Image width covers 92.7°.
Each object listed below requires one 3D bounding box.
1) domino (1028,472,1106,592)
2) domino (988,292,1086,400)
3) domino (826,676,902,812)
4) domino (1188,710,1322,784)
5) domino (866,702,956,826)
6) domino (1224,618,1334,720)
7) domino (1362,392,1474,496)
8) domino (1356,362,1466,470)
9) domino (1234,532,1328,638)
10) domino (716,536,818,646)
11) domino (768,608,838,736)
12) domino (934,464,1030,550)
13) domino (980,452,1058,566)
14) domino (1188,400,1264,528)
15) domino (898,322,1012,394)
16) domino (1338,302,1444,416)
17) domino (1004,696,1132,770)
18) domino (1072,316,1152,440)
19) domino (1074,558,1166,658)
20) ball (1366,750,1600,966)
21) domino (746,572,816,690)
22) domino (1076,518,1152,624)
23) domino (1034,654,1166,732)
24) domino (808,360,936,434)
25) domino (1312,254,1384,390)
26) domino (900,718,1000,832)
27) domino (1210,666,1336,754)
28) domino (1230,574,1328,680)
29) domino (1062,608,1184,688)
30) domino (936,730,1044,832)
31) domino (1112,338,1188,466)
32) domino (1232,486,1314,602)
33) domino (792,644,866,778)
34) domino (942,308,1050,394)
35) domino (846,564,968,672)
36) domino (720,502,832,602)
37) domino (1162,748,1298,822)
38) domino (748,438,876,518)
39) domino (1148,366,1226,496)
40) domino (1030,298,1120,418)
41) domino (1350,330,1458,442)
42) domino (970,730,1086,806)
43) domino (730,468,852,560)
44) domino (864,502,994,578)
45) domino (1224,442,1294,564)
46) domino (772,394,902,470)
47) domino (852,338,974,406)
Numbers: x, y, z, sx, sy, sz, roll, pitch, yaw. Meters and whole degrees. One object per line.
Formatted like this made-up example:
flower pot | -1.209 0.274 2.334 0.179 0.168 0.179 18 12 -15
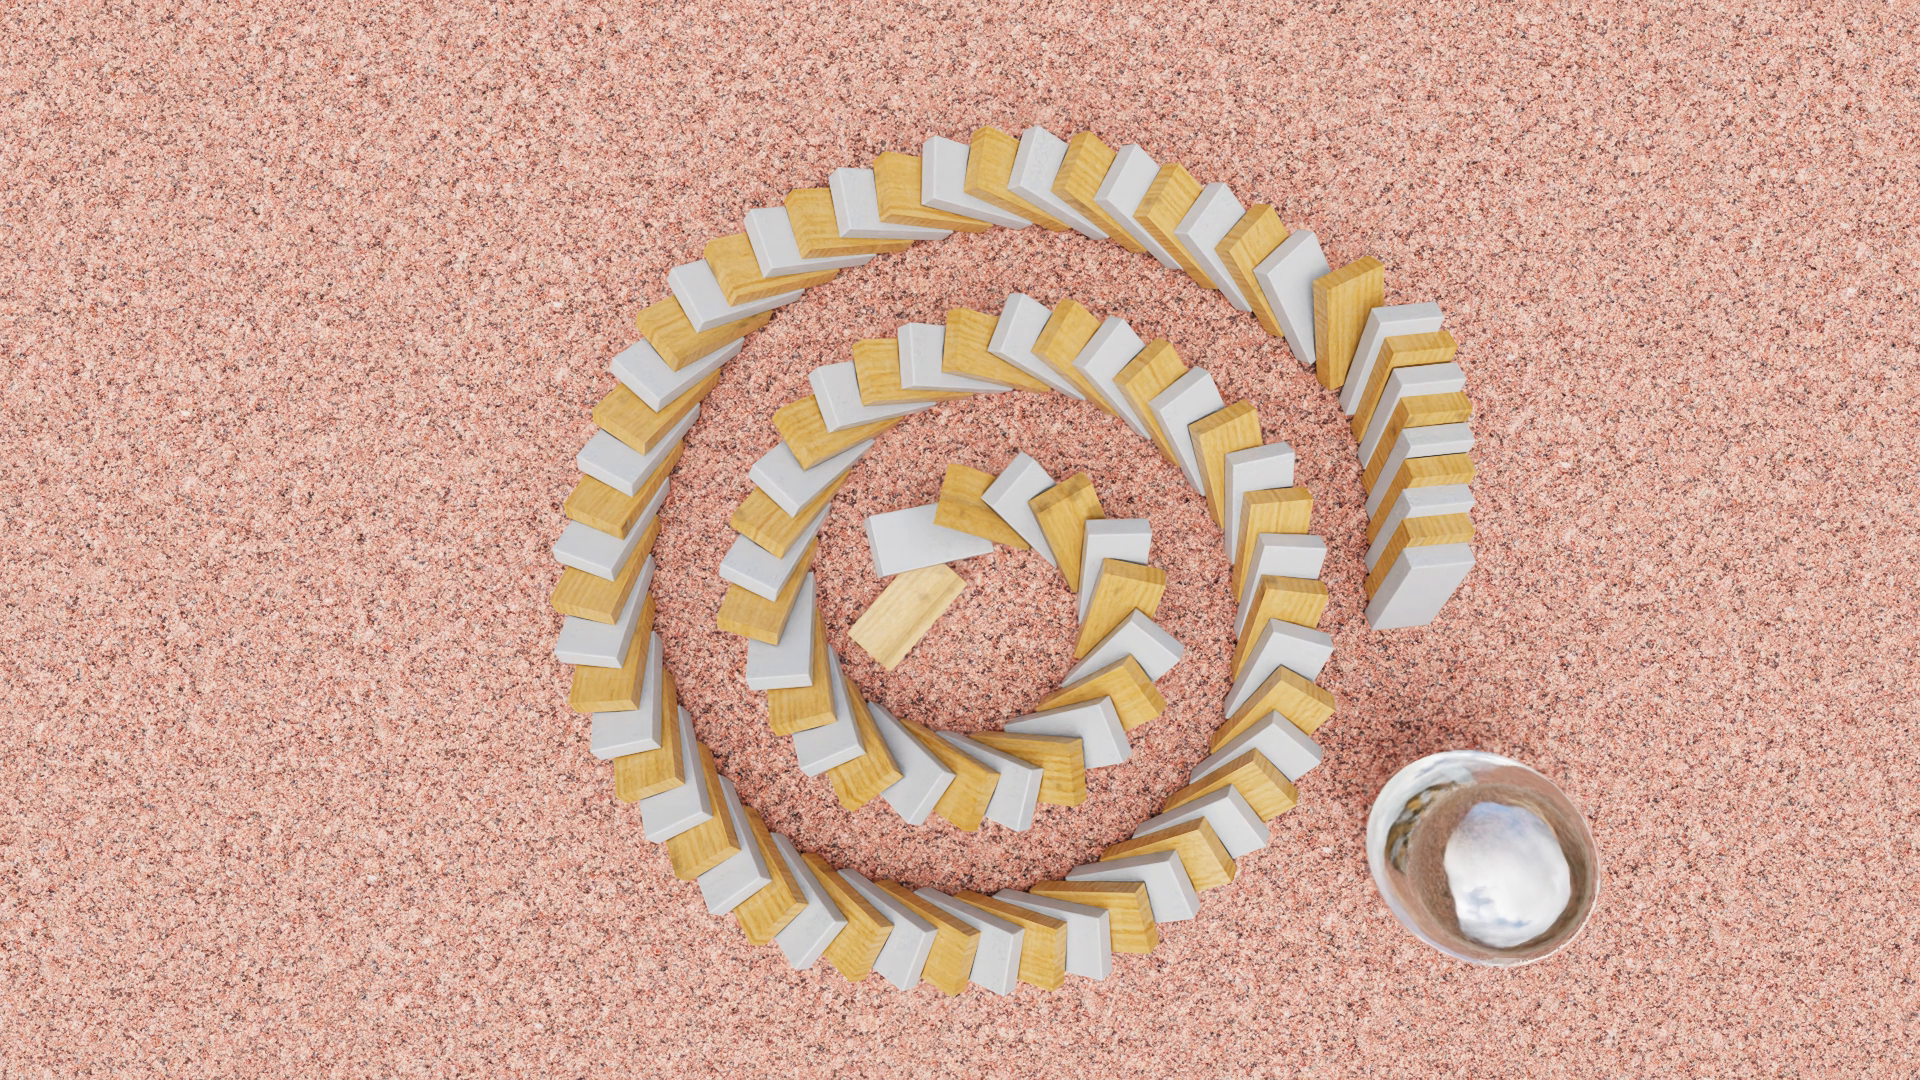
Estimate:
domino | 0.049 -0.002 0.380 0.025 0.010 0.050 -29 131 0
domino | 0.037 -0.080 0.381 0.050 0.009 0.025 22 89 -36
domino | -0.046 0.084 0.381 0.025 0.010 0.050 -35 52 0
domino | 0.122 0.094 0.382 0.025 0.009 0.050 39 125 -1
domino | -0.027 0.092 0.381 0.050 0.010 0.025 35 90 38
domino | 0.132 0.057 0.382 0.025 0.009 0.050 15 125 0
domino | 0.187 -0.039 0.377 0.025 0.050 0.009 -5 54 -1
domino | 0.184 -0.050 0.377 0.025 0.050 0.009 -6 54 0
domino | 0.133 0.021 0.382 0.025 0.010 0.050 3 125 0
domino | -0.079 0.017 0.381 0.025 0.010 0.050 16 53 1
domino | -0.067 0.054 0.381 0.025 0.009 0.050 -14 53 0
domino | 0.012 -0.013 0.379 0.010 0.050 0.025 13 89 44
domino | 0.033 -0.012 0.380 0.025 0.010 0.050 -49 133 0
domino | 0.113 -0.031 0.381 0.025 0.010 0.050 -25 126 0
domino | -0.001 -0.075 0.382 0.050 0.010 0.025 -4 90 -35
domino | 0.176 -0.074 0.377 0.025 0.050 0.010 -6 53 0
domino | 0.044 0.083 0.381 0.050 0.009 0.025 -22 90 38
domino | 0.071 -0.067 0.382 0.050 0.009 0.025 39 90 -35
domino | 0.066 0.031 0.380 0.025 0.009 0.050 12 130 0
ball | 0.203 0.123 0.360 0.080 0.080 0.080 0 90 0
domino | -0.074 0.037 0.381 0.025 0.010 0.050 -4 53 0
domino | 0.063 0.013 0.380 0.025 0.010 0.050 -1 131 -1
domino | 0.058 0.069 0.381 0.050 0.010 0.025 -35 91 38
domino | -0.036 -0.062 0.381 0.050 0.010 0.025 -19 89 -36
domino | 0.161 -0.089 0.379 0.025 0.009 0.050 -25 133 -1
domino | -0.009 0.097 0.381 0.050 0.009 0.025 23 90 37
domino | 0.129 0.077 0.382 0.025 0.009 0.050 29 125 0
domino | 0.132 0.038 0.382 0.025 0.009 0.050 6 125 0
domino | 0.067 0.053 0.381 0.025 0.009 0.050 38 129 0
domino | 0.009 0.099 0.381 0.050 0.010 0.025 13 91 38
domino | 0.087 -0.057 0.382 0.025 0.010 0.050 -43 125 0
domino | 0.129 0.003 0.382 0.025 0.009 0.050 -5 125 0
domino | -0.058 0.070 0.381 0.025 0.010 0.050 -23 53 0
domino | 0.017 -0.078 0.382 0.050 0.009 0.025 6 90 -36
domino | -0.022 0.029 0.395 0.025 0.010 0.050 41 90 0
domino | -0.076 -0.001 0.381 0.025 0.009 0.050 26 54 1
domino | 0.112 0.109 0.382 0.025 0.010 0.050 46 125 0
domino | -0.061 -0.034 0.382 0.025 0.010 0.050 43 54 0
domino | 0.100 -0.045 0.382 0.025 0.009 0.050 -37 125 0
domino | 0.055 -0.075 0.382 0.050 0.009 0.025 31 89 -36
domino | 0.182 -0.062 0.377 0.025 0.050 0.009 -6 53 0
domino | 0.028 0.094 0.381 0.050 0.009 0.025 -5 90 39
domino | -0.070 -0.018 0.382 0.025 0.009 0.050 34 54 0
domino | -0.013 -0.002 0.385 0.050 0.009 0.025 -12 85 -22
domino | 0.124 -0.015 0.382 0.025 0.010 0.050 -12 125 -1
domino | -0.050 -0.051 0.381 0.050 0.010 0.025 -32 90 -37
domino | -0.019 -0.070 0.382 0.050 0.009 0.025 -10 90 -36
